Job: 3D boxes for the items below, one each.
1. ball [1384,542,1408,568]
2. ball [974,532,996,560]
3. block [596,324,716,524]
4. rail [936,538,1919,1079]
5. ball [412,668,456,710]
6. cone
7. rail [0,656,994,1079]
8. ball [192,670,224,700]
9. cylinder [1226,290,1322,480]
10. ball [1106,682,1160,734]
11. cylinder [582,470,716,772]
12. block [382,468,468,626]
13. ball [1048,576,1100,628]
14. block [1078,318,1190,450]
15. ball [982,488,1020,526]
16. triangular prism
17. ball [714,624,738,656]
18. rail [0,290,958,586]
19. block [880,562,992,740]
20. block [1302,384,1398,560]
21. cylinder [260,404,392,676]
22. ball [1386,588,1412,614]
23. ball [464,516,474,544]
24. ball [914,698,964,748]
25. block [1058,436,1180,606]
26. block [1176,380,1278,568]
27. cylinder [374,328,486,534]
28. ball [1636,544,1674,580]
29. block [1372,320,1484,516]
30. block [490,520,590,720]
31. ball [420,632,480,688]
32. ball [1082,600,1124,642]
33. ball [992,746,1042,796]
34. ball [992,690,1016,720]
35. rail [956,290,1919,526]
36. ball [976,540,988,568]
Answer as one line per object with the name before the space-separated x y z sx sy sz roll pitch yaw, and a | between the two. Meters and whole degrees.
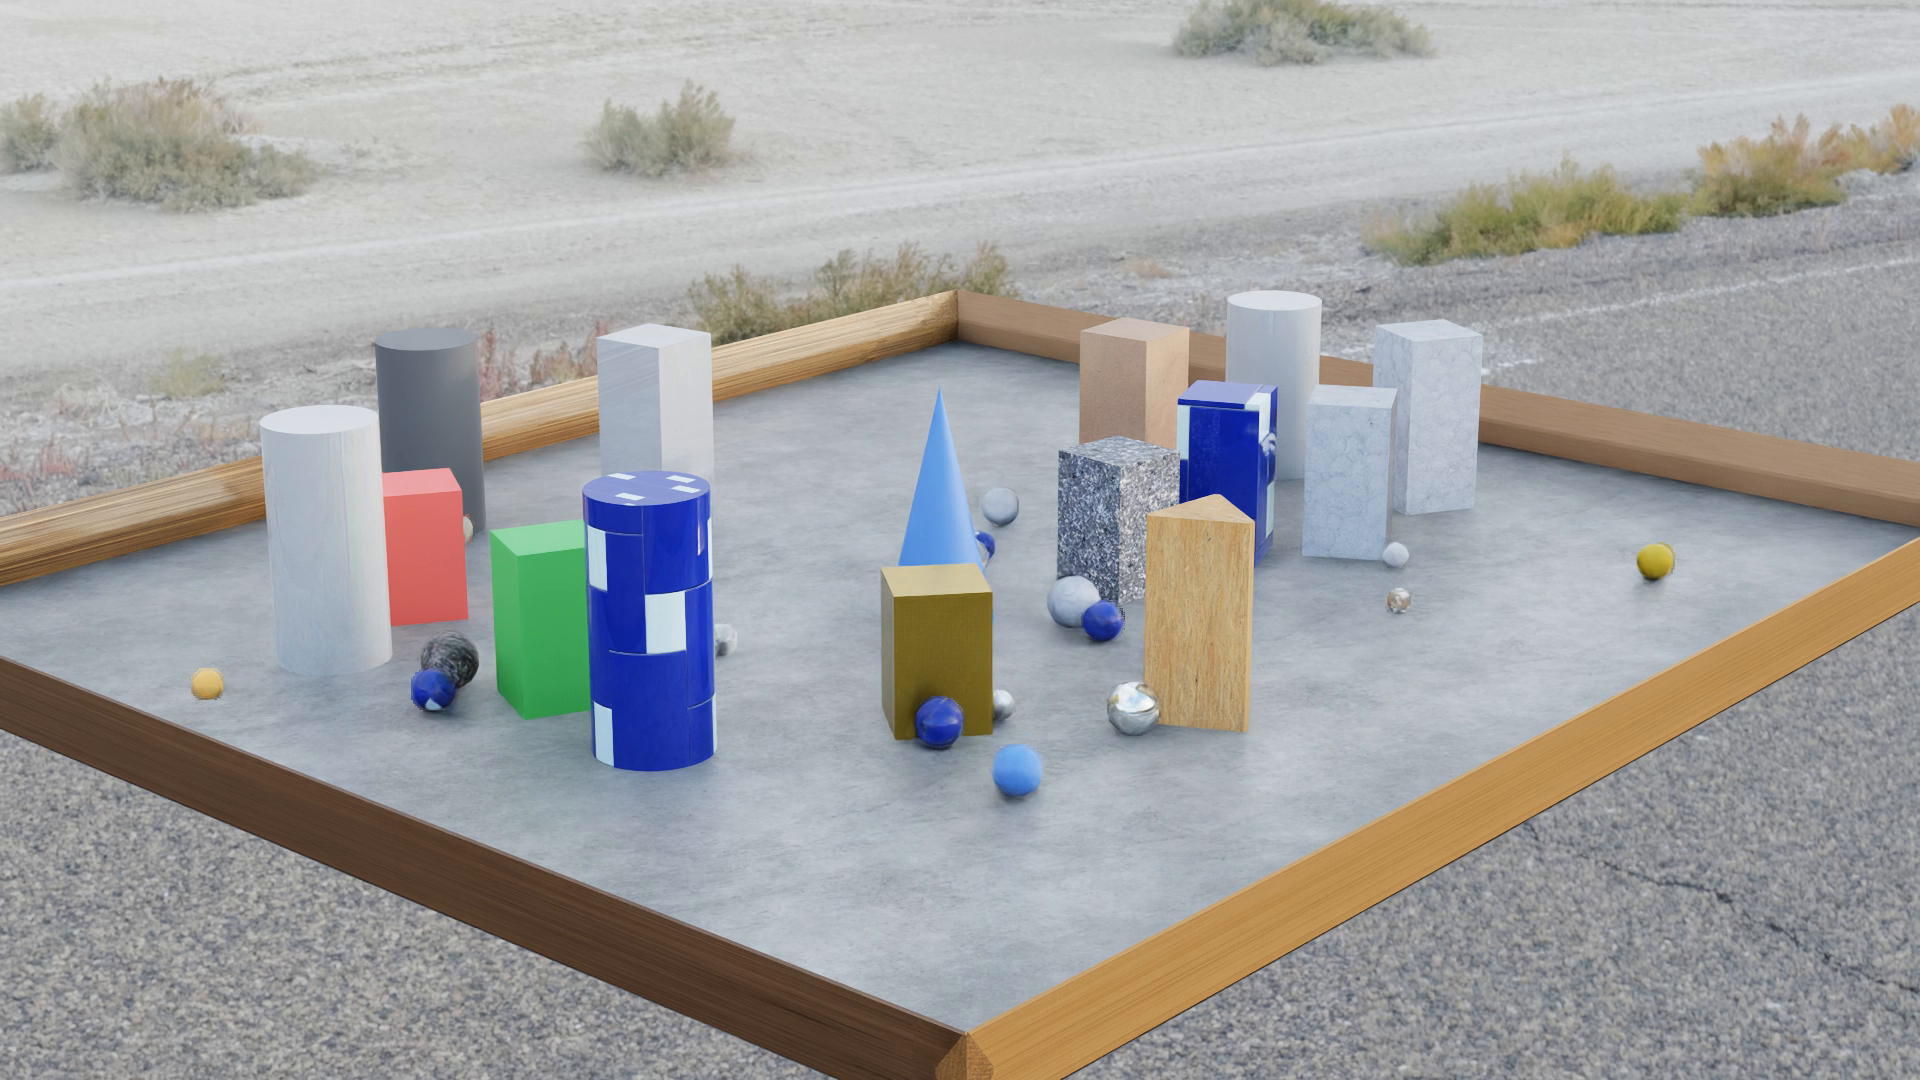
ball | 0.783 0.027 5.266 0.045 0.045 0.045 0 17 0
ball | 0.036 0.012 5.295 0.057 0.057 0.057 0 17 0
block | -0.565 -0.201 5.464 0.149 0.368 0.149 11 20 33
rail | 0.961 0.272 4.322 0.045 0.121 2.965 14 22 39
ball | -0.817 0.232 4.553 0.067 0.067 0.067 0 17 0
cone | -0.033 -0.062 4.934 0.187 0.407 0.187 0 17 0
rail | -0.956 0.349 4.067 2.594 0.121 0.045 14 22 39
ball | -1.181 0.227 4.602 0.047 0.047 0.047 0 17 0
cylinder | 0.624 -0.310 5.861 0.187 0.346 0.187 0 17 0
ball | 0.262 0.255 4.451 0.081 0.081 0.081 0 17 0
cylinder | -0.458 0.118 4.340 0.187 0.407 0.187 0 17 0
block | -0.930 0.012 5.003 0.149 0.227 0.149 -5 18 -17
ball | 0.192 0.104 4.934 0.090 0.090 0.090 0 17 0
block | 0.332 -0.235 5.614 0.149 0.346 0.149 12 21 35
ball | 0.077 -0.063 5.517 0.072 0.072 0.072 0 17 0
triangular prism | 0.378 0.107 4.507 0.162 0.332 0.140 5 17 15
ball | -0.391 0.163 4.802 0.054 0.054 0.054 0 17 0
rail | -0.961 -0.211 5.920 0.045 0.121 2.965 14 22 39
block | -0.037 0.169 4.483 0.149 0.228 0.149 -3 17 -9
block | 0.712 -0.125 5.354 0.149 0.285 0.149 4 17 12
cylinder | -1.024 -0.001 4.744 0.187 0.401 0.187 0 17 0
ball | 0.751 0.104 5.016 0.043 0.043 0.043 0 17 0
ball | -0.926 -0.018 5.388 0.062 0.062 0.062 0 17 0
ball | -0.031 0.275 4.397 0.074 0.074 0.074 0 17 0
block | 0.277 -0.037 5.127 0.149 0.248 0.149 -15 23 -41
block | 0.482 -0.121 5.313 0.149 0.302 0.149 5 18 17
cylinder | -0.986 -0.198 5.466 0.187 0.361 0.187 0 17 0
ball | 1.232 0.038 5.199 0.064 0.064 0.064 0 17 0
block | 0.893 -0.237 5.633 0.149 0.339 0.149 -6 18 -20
block | -0.634 0.122 4.574 0.149 0.264 0.149 -8 18 -24
ball | -0.808 0.191 4.644 0.091 0.091 0.091 0 17 0
ball | 0.237 0.135 4.872 0.067 0.067 0.067 0 17 0
ball | 0.083 0.332 4.211 0.073 0.073 0.073 0 17 0
ball | 0.062 0.254 4.515 0.046 0.046 0.046 0 17 0
rail | 0.956 -0.288 6.175 2.594 0.121 0.045 14 22 39
ball | 0.021 0.029 5.234 0.061 0.061 0.061 0 17 0
